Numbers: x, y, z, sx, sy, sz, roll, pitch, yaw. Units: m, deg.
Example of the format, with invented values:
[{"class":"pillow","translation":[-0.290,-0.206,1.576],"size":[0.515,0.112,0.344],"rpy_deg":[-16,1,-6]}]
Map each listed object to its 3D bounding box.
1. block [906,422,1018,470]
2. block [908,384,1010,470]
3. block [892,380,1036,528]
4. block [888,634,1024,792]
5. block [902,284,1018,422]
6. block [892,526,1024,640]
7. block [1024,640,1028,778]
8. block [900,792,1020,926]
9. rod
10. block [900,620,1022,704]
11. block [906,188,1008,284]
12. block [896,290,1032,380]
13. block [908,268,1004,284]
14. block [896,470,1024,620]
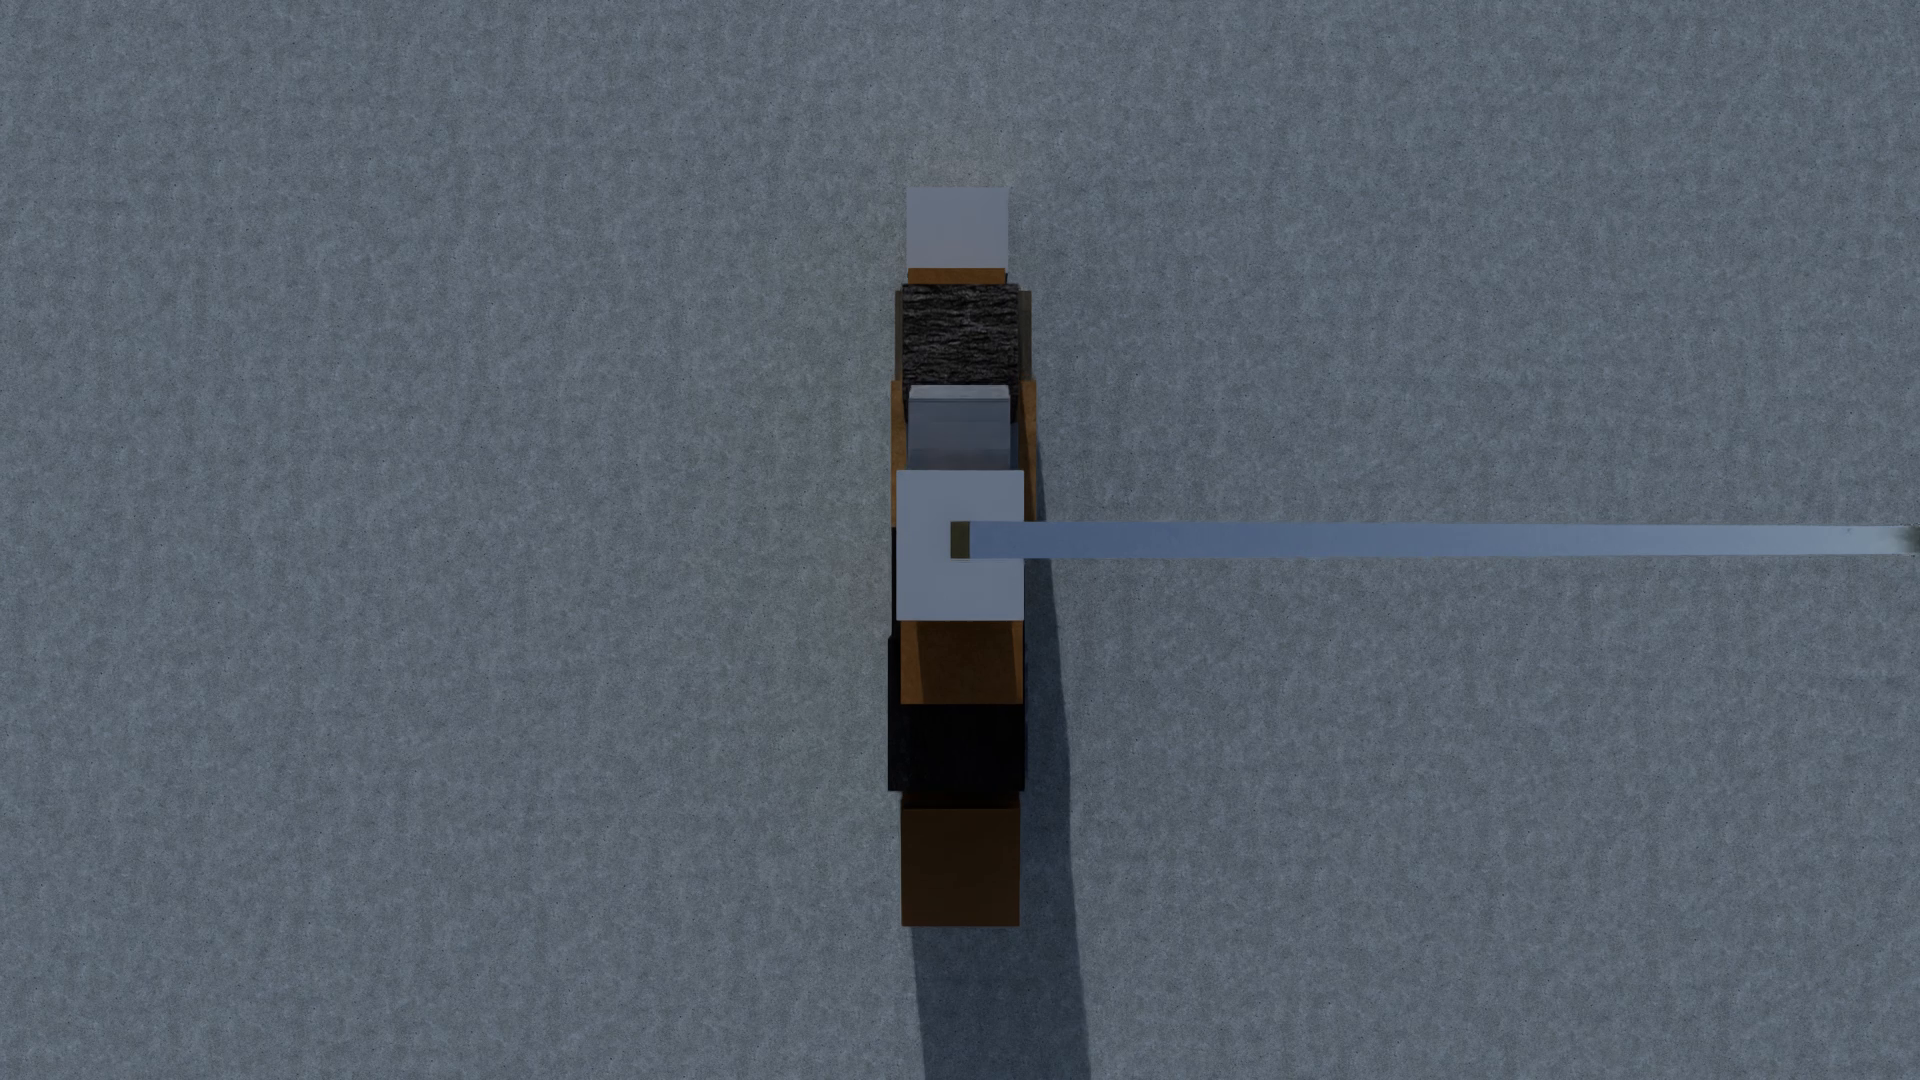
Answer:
[{"class":"block","translation":[0.011,-0.331,11.154],"size":[0.557,0.533,0.520],"rpy_deg":[0,92,0]},{"class":"block","translation":[-0.003,-0.463,10.541],"size":[0.475,0.513,0.504],"rpy_deg":[0,102,0]},{"class":"block","translation":[0.019,-0.443,11.793],"size":[0.753,0.752,0.799],"rpy_deg":[0,92,0]},{"class":"block","translation":[-0.019,0.864,11.179],"size":[0.677,0.647,0.751],"rpy_deg":[0,90,0]},{"class":"block","translation":[0.002,-0.934,11.102],"size":[0.567,0.621,0.579],"rpy_deg":[0,83,0]},{"class":"block","translation":[-0.009,0.211,11.096],"size":[0.650,0.677,0.551],"rpy_deg":[0,91,0]},{"class":"block","translation":[-0.004,0.947,12.584],"size":[0.756,0.831,0.731],"rpy_deg":[0,90,0]},{"class":"block","translation":[0.003,1.647,11.879],"size":[0.622,0.706,0.650],"rpy_deg":[0,102,0]},{"class":"rod","translation":[2.212,0.000,6.111],"size":[5.200,0.080,0.080],"rpy_deg":[0,90,-32]},{"class":"block","translation":[0.008,0.497,10.498],"size":[0.568,0.527,0.522],"rpy_deg":[0,91,0]},{"class":"block","translation":[-0.014,-1.672,12.155],"size":[0.549,0.572,0.463],"rpy_deg":[0,90,0]},{"class":"block","translation":[0.018,-0.989,12.581],"size":[0.754,0.837,0.780],"rpy_deg":[0,90,0]},{"class":"block","translation":[-0.018,-1.149,11.867],"size":[0.508,0.591,0.563],"rpy_deg":[0,90,0]},{"class":"block","translation":[0.001,0.025,9.588],"size":[0.537,0.655,0.634],"rpy_deg":[0,89,0]}]
